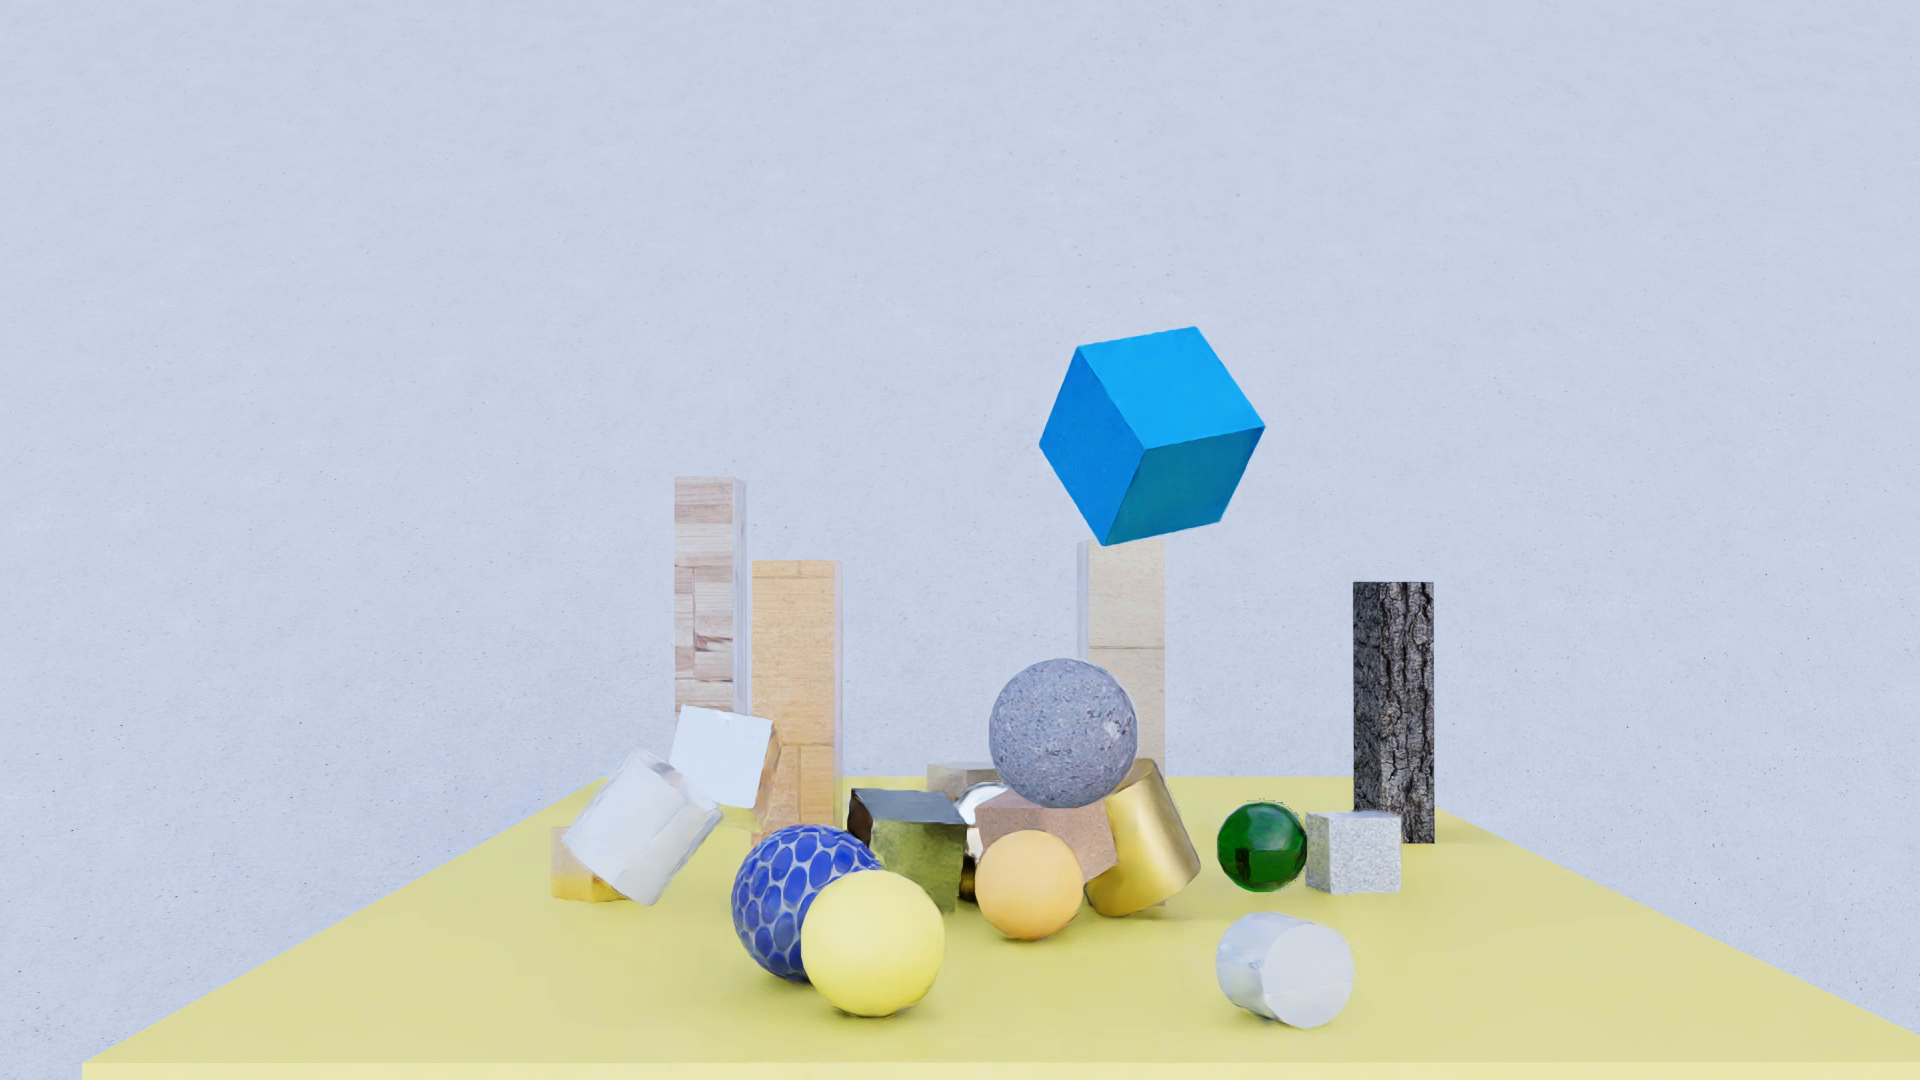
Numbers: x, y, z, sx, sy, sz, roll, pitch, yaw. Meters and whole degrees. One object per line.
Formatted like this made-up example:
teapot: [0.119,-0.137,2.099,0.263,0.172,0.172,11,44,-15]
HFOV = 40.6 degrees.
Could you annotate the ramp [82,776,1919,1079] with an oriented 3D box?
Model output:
ramp: [0.072,0.634,4.736,2.000,0.100,4.000,0,-1,0]

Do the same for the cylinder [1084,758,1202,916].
cylinder: [0.252,0.452,3.954,0.178,0.178,0.178,-24,8,4]

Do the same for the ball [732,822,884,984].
ball: [-0.189,0.460,3.284,0.202,0.202,0.202,0,33,0]

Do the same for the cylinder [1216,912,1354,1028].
cylinder: [0.375,0.496,3.001,0.118,0.118,0.118,-14,4,-20]

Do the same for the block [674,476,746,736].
block: [-0.573,0.232,5.981,0.130,0.743,0.382,0,-1,0]

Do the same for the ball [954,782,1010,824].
ball: [0.055,0.503,4.562,0.156,0.156,0.156,0,33,0]

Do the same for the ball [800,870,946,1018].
ball: [-0.102,0.471,3.034,0.171,0.171,0.171,0,33,0]

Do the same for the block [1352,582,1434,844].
block: [0.867,0.337,5.196,0.104,0.507,0.347,0,-1,0]

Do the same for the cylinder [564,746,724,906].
cylinder: [-0.384,0.348,3.151,0.138,0.138,0.138,-52,46,0]

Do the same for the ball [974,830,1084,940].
ball: [0.098,0.487,3.667,0.155,0.155,0.155,0,33,0]

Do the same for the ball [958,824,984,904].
ball: [0.029,0.511,4.100,0.126,0.126,0.126,0,33,0]

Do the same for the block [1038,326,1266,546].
block: [0.242,-0.133,3.313,0.181,0.181,0.181,-12,54,-28]

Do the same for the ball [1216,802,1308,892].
ball: [0.493,0.501,4.235,0.149,0.149,0.149,0,33,0]

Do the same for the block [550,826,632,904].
block: [-0.580,0.519,4.173,0.113,0.113,0.113,1,-1,-44]

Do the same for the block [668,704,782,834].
block: [-0.333,0.322,3.639,0.129,0.129,0.129,9,69,6]

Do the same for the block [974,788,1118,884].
block: [0.127,0.435,3.822,0.134,0.134,0.134,-5,12,44]

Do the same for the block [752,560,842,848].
block: [-0.249,0.302,4.015,0.123,0.540,0.296,0,-1,0]

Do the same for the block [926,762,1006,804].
block: [0.053,0.498,4.749,0.171,0.171,0.171,0,-1,-25]

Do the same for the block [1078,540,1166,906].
block: [0.262,0.289,4.270,0.118,0.574,0.424,0,-1,0]

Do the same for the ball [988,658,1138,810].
ball: [0.104,0.195,2.611,0.151,0.151,0.151,0,33,0]

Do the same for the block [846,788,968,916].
block: [-0.087,0.474,3.941,0.147,0.147,0.147,5,12,-16]

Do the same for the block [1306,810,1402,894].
block: [0.649,0.515,4.287,0.122,0.122,0.122,0,-1,-11]
